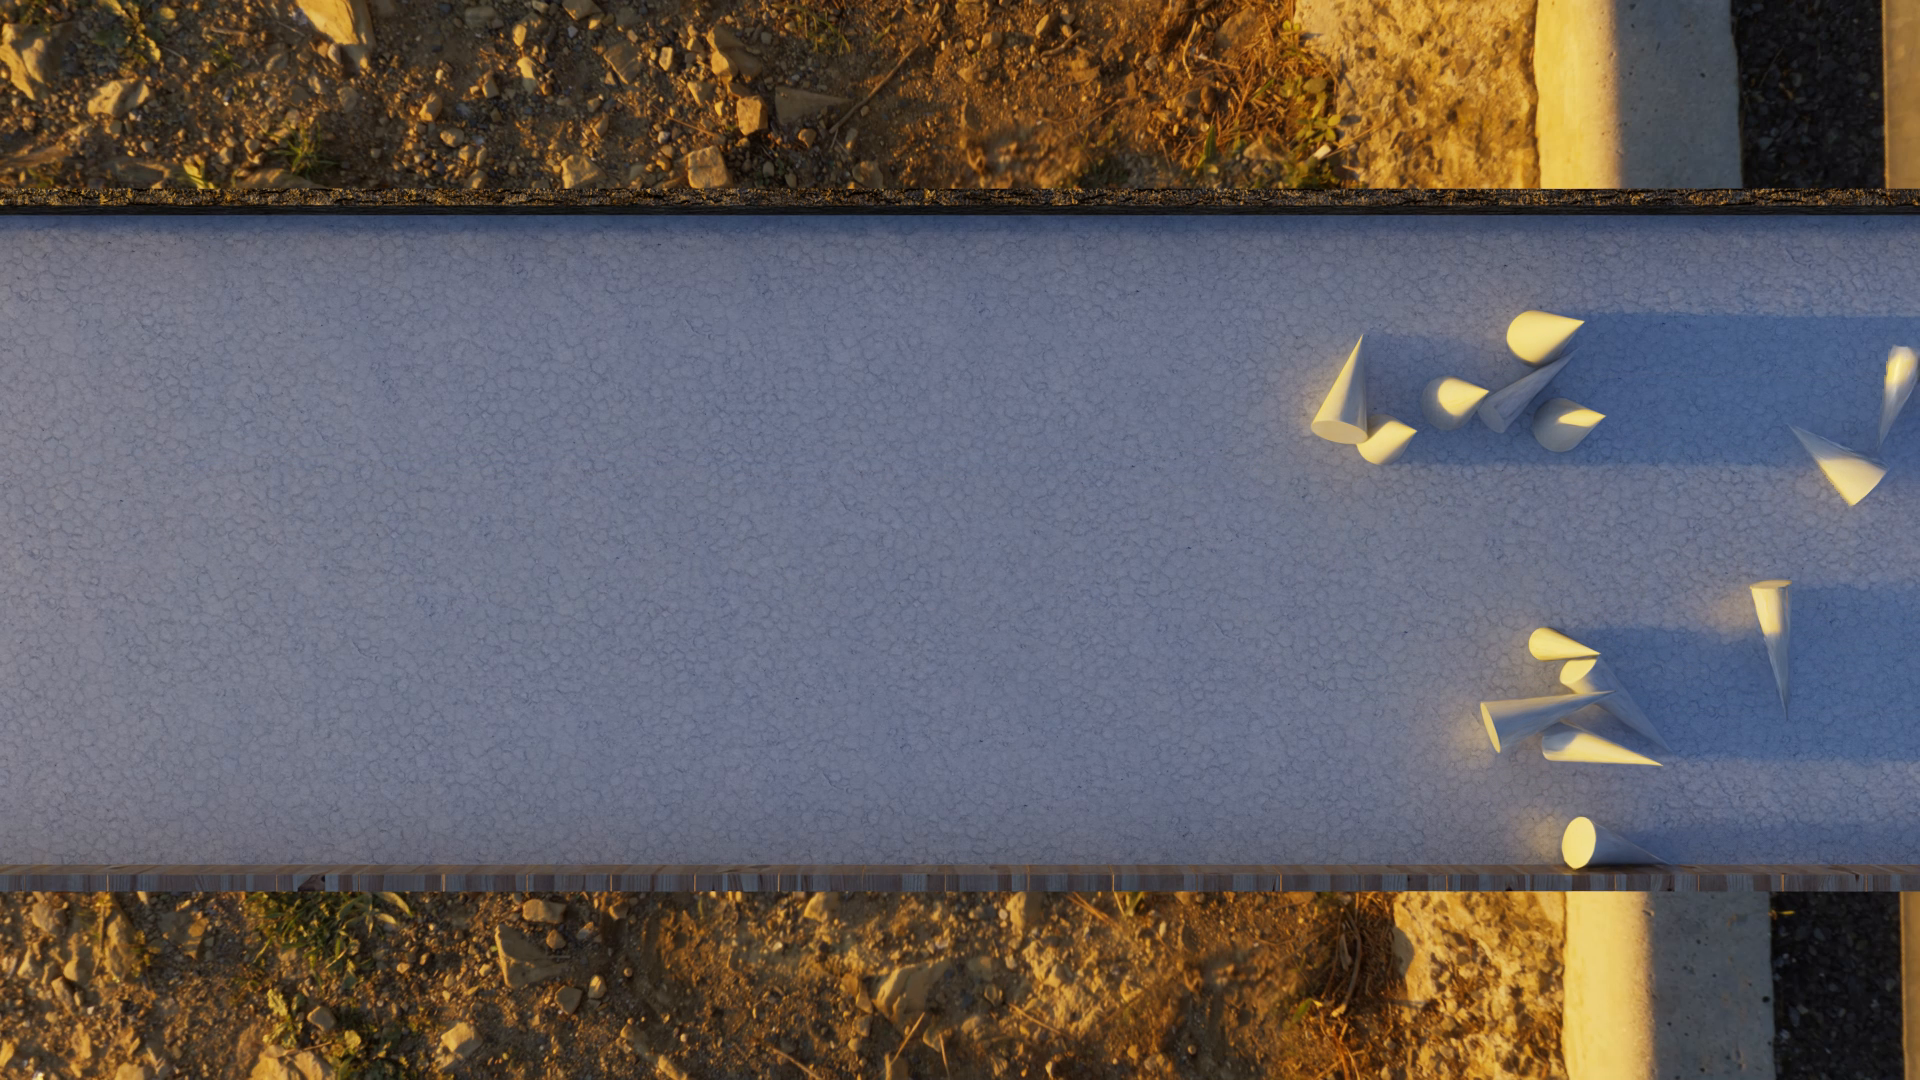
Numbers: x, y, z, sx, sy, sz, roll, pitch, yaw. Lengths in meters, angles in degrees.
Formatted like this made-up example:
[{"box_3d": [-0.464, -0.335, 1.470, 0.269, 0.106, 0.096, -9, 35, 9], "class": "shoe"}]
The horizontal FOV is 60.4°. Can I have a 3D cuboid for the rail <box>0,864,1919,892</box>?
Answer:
[{"box_3d": [-2.247, 1.025, 5.001, 12.000, 0.150, 0.050, 0, 90, 0], "class": "rail"}]

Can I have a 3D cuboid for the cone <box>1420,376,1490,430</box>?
[{"box_3d": [1.503, -0.423, 4.879, 0.169, 0.395, 0.169, 0, 90, 0], "class": "cone"}]

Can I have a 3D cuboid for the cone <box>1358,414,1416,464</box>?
[{"box_3d": [1.298, -0.310, 4.881, 0.157, 0.391, 0.157, 0, 90, 0], "class": "cone"}]

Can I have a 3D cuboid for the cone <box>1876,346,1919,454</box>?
[{"box_3d": [2.857, -0.418, 5.049, 0.112, 0.112, 0.335, 14, 100, 0], "class": "cone"}]

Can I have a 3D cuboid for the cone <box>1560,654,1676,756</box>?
[{"box_3d": [2.041, 0.525, 5.042, 0.437, 0.139, 0.139, 41, 90, -9], "class": "cone"}]

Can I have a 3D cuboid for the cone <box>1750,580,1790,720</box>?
[{"box_3d": [2.507, 0.349, 5.049, 0.110, 0.110, 0.438, -11, 97, 0], "class": "cone"}]

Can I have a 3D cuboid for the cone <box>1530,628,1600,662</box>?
[{"box_3d": [1.805, 0.321, 4.859, 0.106, 0.435, 0.106, 0, 90, 0], "class": "cone"}]

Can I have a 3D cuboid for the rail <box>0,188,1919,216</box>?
[{"box_3d": [-2.247, -1.025, 5.002, 12.000, 0.150, 0.050, 0, 90, 0], "class": "rail"}]

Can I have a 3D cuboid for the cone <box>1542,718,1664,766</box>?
[{"box_3d": [1.924, 0.628, 4.897, 0.138, 0.350, 0.138, -7, 102, -37], "class": "cone"}]

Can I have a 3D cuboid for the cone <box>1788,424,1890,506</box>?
[{"box_3d": [2.653, -0.264, 5.038, 0.303, 0.156, 0.156, 42, 90, 15], "class": "cone"}]

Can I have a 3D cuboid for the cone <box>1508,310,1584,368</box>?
[{"box_3d": [1.772, -0.620, 4.877, 0.176, 0.400, 0.176, 0, 90, 0], "class": "cone"}]

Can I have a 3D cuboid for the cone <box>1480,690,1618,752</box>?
[{"box_3d": [1.795, 0.510, 4.977, 0.395, 0.157, 0.157, -18, 90, 6], "class": "cone"}]

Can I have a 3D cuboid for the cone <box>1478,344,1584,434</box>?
[{"box_3d": [1.768, -0.488, 5.047, 0.388, 0.118, 0.118, -37, 90, -9], "class": "cone"}]

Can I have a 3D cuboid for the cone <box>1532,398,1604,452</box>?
[{"box_3d": [1.846, -0.355, 4.894, 0.168, 0.364, 0.168, 0, 90, 0], "class": "cone"}]

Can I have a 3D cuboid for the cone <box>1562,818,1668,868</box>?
[{"box_3d": [2.033, 0.959, 5.038, 0.333, 0.156, 0.156, 15, 90, -13], "class": "cone"}]

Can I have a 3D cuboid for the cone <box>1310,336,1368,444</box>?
[{"box_3d": [1.194, -0.481, 5.035, 0.173, 0.173, 0.333, 17, 75, 0], "class": "cone"}]
